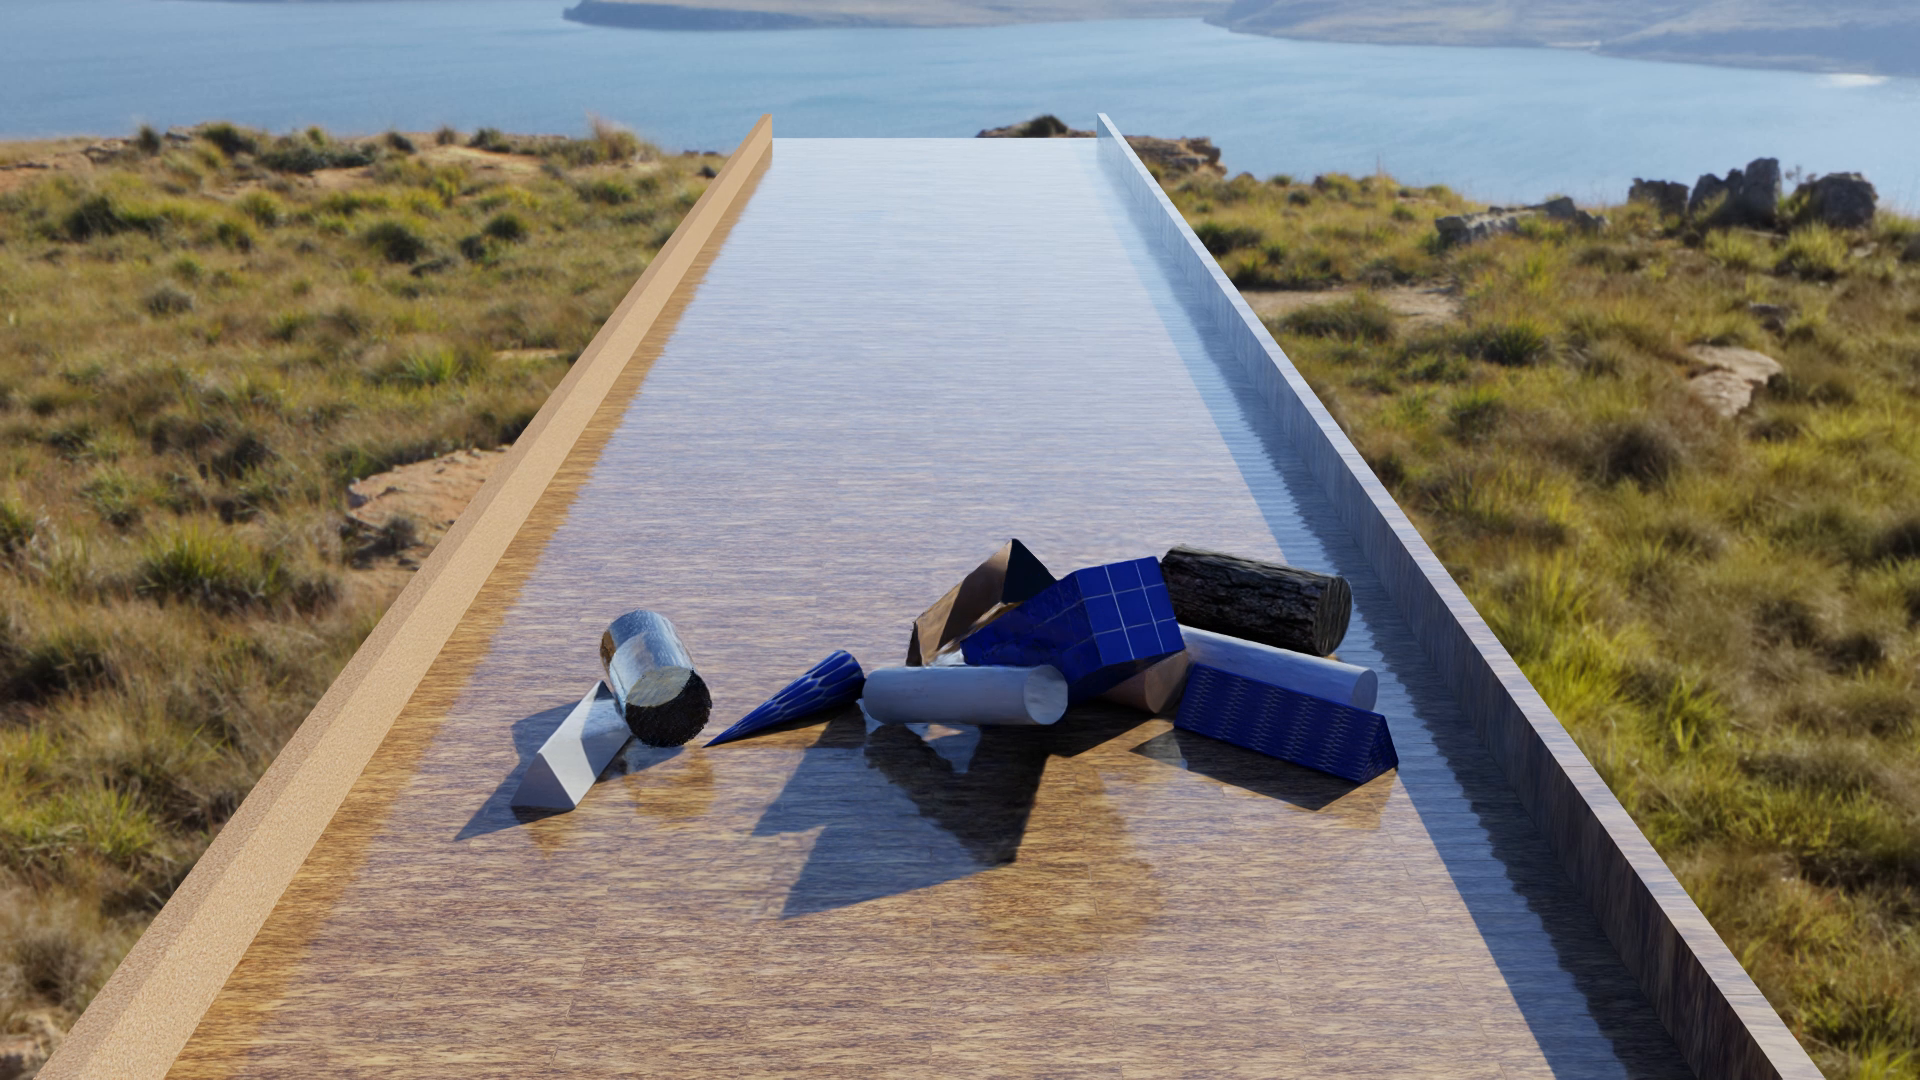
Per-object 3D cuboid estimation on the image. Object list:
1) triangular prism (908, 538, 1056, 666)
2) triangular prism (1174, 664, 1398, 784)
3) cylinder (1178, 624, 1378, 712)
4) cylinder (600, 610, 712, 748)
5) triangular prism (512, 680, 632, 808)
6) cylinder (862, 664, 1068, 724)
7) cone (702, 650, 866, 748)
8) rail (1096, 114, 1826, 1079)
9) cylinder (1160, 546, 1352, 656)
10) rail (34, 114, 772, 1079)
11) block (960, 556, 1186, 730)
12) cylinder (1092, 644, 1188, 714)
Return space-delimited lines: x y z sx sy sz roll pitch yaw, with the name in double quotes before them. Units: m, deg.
"triangular prism" 0.024 0.129 4.137 0.135 0.117 0.431 -9 -18 -30
"triangular prism" 0.585 0.318 3.957 0.401 0.108 0.125 15 22 40
"cylinder" 0.567 0.250 4.200 0.459 0.106 0.106 13 21 36
"cylinder" -0.570 0.255 4.096 0.156 0.156 0.327 -5 17 -16
"triangular prism" -0.679 0.352 3.861 0.113 0.098 0.353 2 17 8
"cylinder" 0.003 0.275 3.915 0.103 0.103 0.449 -14 6 -40
"cone" -0.342 0.316 4.073 0.359 0.103 0.103 -25 29 -39
"rail" 0.932 -0.844 7.801 0.050 0.150 12.000 0 17 -1
"cylinder" 0.601 0.122 4.532 0.373 0.161 0.161 12 20 35
"rail" -1.118 -0.838 7.780 0.050 0.150 12.000 0 17 -1
"block" 0.192 0.188 3.919 0.169 0.169 0.450 -10 -13 -29
"cylinder" 0.225 0.216 4.230 0.399 0.154 0.154 12 20 34
